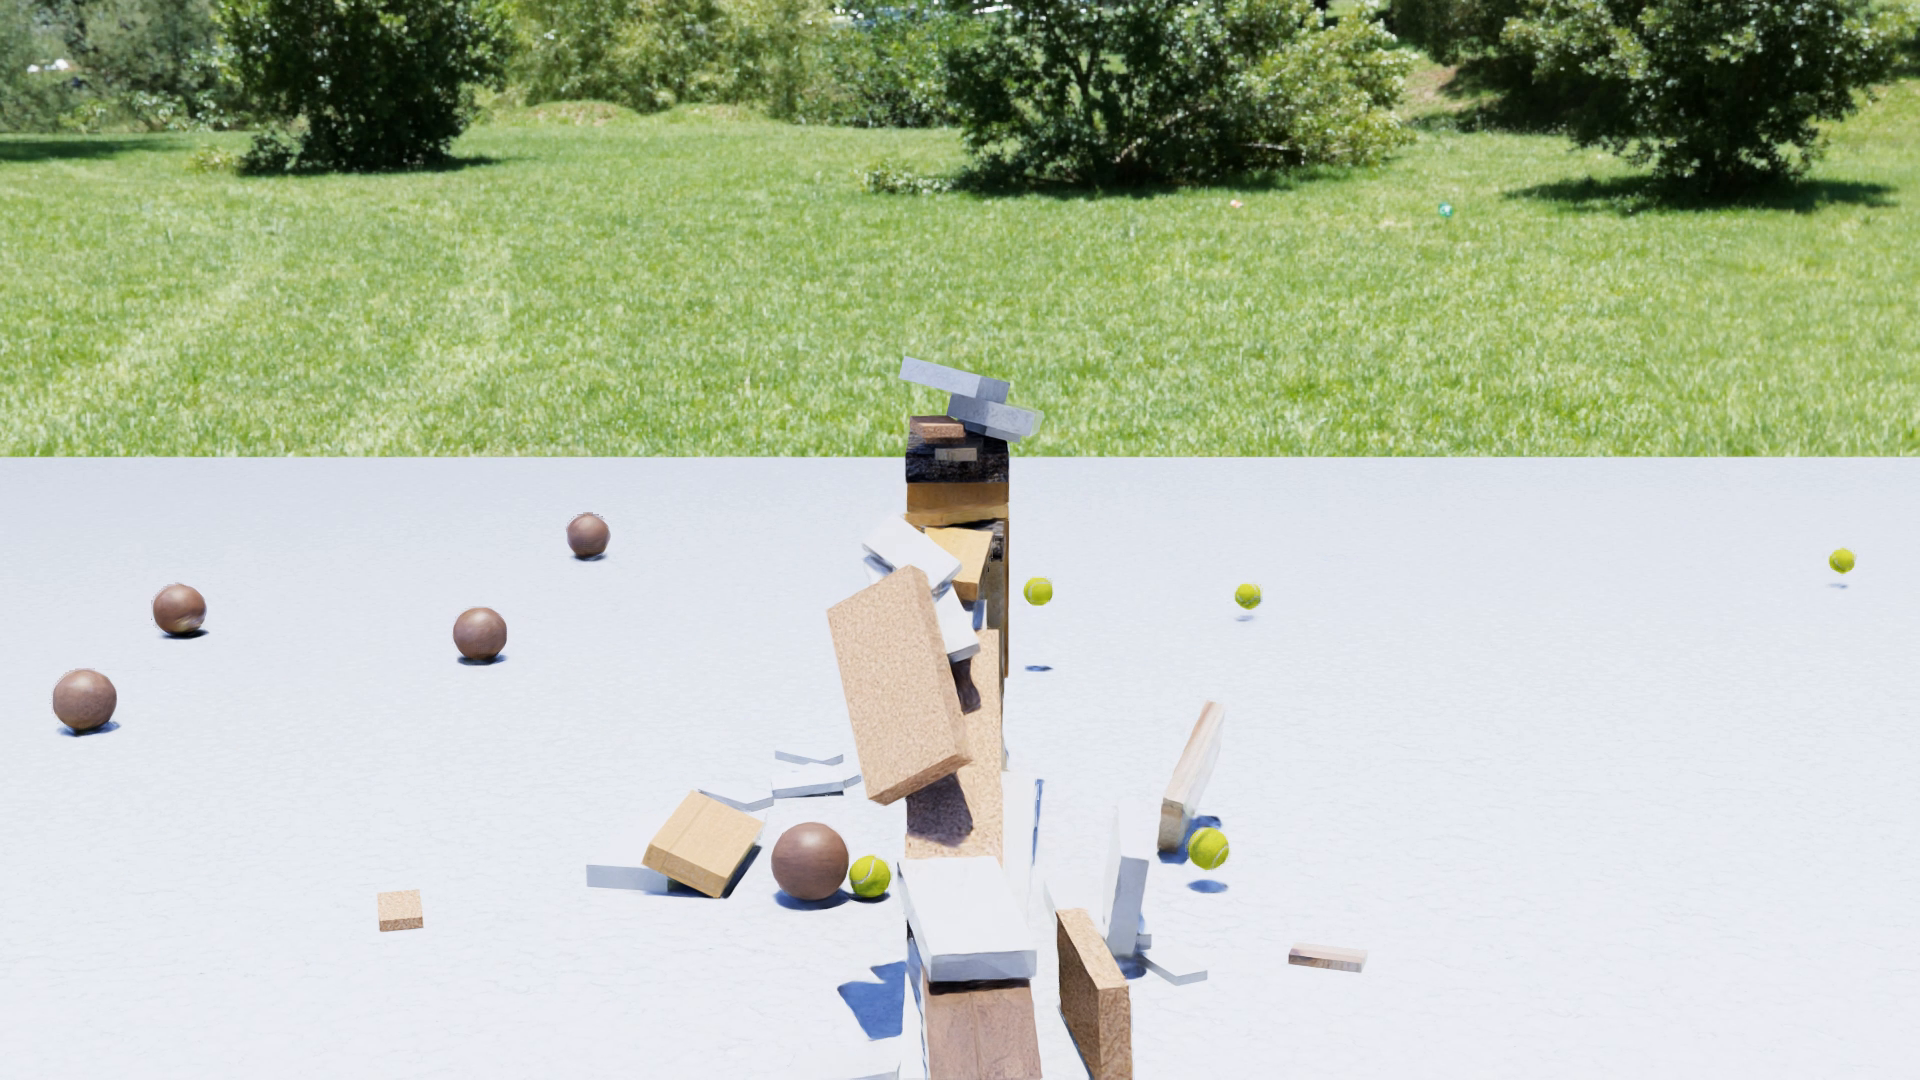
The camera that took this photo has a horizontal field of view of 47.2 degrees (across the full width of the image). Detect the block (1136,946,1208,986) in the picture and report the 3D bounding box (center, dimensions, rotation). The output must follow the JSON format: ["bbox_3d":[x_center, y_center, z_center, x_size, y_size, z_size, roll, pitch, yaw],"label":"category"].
[{"bbox_3d":[0.321,0.645,3.331,0.056,0.016,0.112,-5,12,-27],"label":"block"}]

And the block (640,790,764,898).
[{"bbox_3d":[-0.439,0.520,3.777,0.142,0.040,0.283,24,14,2],"label":"block"}]

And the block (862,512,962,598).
[{"bbox_3d":[-0.069,0.022,3.147,0.134,0.019,0.067,36,64,24],"label":"block"}]

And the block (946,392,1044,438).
[{"bbox_3d":[0.068,-0.223,3.876,0.142,0.040,0.518,15,5,3],"label":"block"}]

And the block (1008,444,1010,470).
[{"bbox_3d":[0.003,-0.137,4.210,0.173,0.049,0.347,0,10,3],"label":"block"}]

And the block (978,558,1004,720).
[{"bbox_3d":[0.003,0.217,3.478,0.131,0.391,0.037,0,13,1],"label":"block"}]

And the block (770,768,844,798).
[{"bbox_3d":[-0.294,0.467,4.227,0.136,0.019,0.068,-6,18,-7],"label":"block"}]

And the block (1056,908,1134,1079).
[{"bbox_3d":[0.184,0.631,3.034,0.042,0.149,0.299,-5,11,-7],"label":"block"}]

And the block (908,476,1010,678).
[{"bbox_3d":[-0.003,0.062,3.735,0.171,0.342,0.048,0,11,0],"label":"block"}]

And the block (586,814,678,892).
[{"bbox_3d":[-0.533,0.541,3.822,0.142,0.040,0.283,2,11,10],"label":"block"}]

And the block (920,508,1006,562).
[{"bbox_3d":[0.005,-0.009,3.517,0.130,0.037,0.261,0,11,2],"label":"block"}]

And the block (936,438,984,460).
[{"bbox_3d":[0.000,-0.150,3.624,0.067,0.019,0.134,1,11,5],"label":"block"}]

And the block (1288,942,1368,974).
[{"bbox_3d":[0.563,0.639,3.364,0.112,0.016,0.056,4,11,19],"label":"block"}]

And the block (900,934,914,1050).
[{"bbox_3d":[0.006,0.577,2.941,0.146,0.041,0.404,2,23,2],"label":"block"}]

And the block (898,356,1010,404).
[{"bbox_3d":[-0.006,-0.267,3.682,0.131,0.037,0.262,15,5,11],"label":"block"}]

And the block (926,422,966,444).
[{"bbox_3d":[-0.025,-0.179,3.673,0.067,0.019,0.133,0,11,-1],"label":"block"}]

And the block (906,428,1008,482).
[{"bbox_3d":[-0.004,-0.150,3.806,0.171,0.048,0.342,0,11,0],"label":"block"}]

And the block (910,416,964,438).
[{"bbox_3d":[-0.040,-0.187,3.614,0.067,0.019,0.133,-2,11,-10],"label":"block"}]

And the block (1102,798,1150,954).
[{"bbox_3d":[0.257,0.518,3.422,0.042,0.149,0.299,9,10,1],"label":"block"}]

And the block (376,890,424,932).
[{"bbox_3d":[-0.907,0.600,3.563,0.068,0.019,0.136,-3,11,-16],"label":"block"}]

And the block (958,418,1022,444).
[{"bbox_3d":[0.050,-0.191,3.795,0.067,0.019,0.133,12,5,-23],"label":"block"}]

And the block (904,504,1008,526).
[{"bbox_3d":[-0.004,-0.040,3.462,0.067,0.019,0.227,1,5,28],"label":"block"}]

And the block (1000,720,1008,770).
[{"bbox_3d":[-0.007,0.330,3.317,0.148,0.042,0.297,0,10,-1],"label":"block"}]

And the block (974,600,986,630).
[{"bbox_3d":[0.001,0.155,3.235,0.076,0.022,0.152,-1,49,2],"label":"block"}]

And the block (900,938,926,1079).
[{"bbox_3d":[0.002,0.604,2.767,0.146,0.041,0.292,2,24,0],"label":"block"}]

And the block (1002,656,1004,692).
[{"bbox_3d":[0.007,0.121,3.635,0.131,0.261,0.037,0,13,0],"label":"block"}]

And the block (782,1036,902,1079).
[{"bbox_3d":[-0.146,0.693,2.870,0.175,0.025,0.087,-15,16,20],"label":"block"}]

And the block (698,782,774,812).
[{"bbox_3d":[-0.426,0.487,4.169,0.142,0.019,0.068,10,14,42],"label":"block"}]

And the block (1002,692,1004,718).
[{"bbox_3d":[-0.003,0.247,3.789,0.147,0.042,0.294,0,11,0],"label":"block"}]

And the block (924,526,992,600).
[{"bbox_3d":[-0.013,0.033,3.272,0.101,0.029,0.203,6,22,5],"label":"block"}]

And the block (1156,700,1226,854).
[{"bbox_3d":[0.414,0.421,3.923,0.037,0.131,0.262,15,42,16],"label":"block"}]

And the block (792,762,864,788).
[{"bbox_3d":[-0.258,0.461,4.312,0.128,0.018,0.064,6,12,30],"label":"block"}]

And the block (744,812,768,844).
[{"bbox_3d":[-0.391,0.522,3.987,0.064,0.018,0.128,1,11,4],"label":"block"}]

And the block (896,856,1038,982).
[{"bbox_3d":[0.005,0.473,2.764,0.130,0.037,0.261,-1,17,-11],"label":"block"}]

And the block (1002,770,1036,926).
[{"bbox_3d":[0.024,0.438,3.013,0.146,0.041,0.292,0,41,6],"label":"block"}]

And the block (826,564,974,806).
[{"bbox_3d":[-0.086,0.198,3.028,0.149,0.299,0.042,-29,-33,23],"label":"block"}]

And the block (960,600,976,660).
[{"bbox_3d":[-0.030,0.109,3.204,0.101,0.029,0.203,0,29,4],"label":"block"}]

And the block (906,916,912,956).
[{"bbox_3d":[-0.005,0.515,3.254,0.148,0.297,0.042,0,6,0],"label":"block"}]

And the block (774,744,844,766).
[{"bbox_3d":[-0.305,0.437,4.442,0.128,0.018,0.064,8,13,36],"label":"block"}]

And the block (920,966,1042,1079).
[{"bbox_3d":[0.026,0.611,2.589,0.131,0.037,0.261,1,37,-6],"label":"block"}]

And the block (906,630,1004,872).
[{"bbox_3d":[-0.008,0.301,3.068,0.131,0.037,0.420,-2,49,1],"label":"block"}]

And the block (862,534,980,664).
[{"bbox_3d":[-0.056,0.093,3.129,0.101,0.029,0.203,-20,56,-9],"label":"block"}]

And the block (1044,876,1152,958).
[{"bbox_3d":[0.216,0.600,3.513,0.131,0.037,0.276,-1,11,-6],"label":"block"}]
